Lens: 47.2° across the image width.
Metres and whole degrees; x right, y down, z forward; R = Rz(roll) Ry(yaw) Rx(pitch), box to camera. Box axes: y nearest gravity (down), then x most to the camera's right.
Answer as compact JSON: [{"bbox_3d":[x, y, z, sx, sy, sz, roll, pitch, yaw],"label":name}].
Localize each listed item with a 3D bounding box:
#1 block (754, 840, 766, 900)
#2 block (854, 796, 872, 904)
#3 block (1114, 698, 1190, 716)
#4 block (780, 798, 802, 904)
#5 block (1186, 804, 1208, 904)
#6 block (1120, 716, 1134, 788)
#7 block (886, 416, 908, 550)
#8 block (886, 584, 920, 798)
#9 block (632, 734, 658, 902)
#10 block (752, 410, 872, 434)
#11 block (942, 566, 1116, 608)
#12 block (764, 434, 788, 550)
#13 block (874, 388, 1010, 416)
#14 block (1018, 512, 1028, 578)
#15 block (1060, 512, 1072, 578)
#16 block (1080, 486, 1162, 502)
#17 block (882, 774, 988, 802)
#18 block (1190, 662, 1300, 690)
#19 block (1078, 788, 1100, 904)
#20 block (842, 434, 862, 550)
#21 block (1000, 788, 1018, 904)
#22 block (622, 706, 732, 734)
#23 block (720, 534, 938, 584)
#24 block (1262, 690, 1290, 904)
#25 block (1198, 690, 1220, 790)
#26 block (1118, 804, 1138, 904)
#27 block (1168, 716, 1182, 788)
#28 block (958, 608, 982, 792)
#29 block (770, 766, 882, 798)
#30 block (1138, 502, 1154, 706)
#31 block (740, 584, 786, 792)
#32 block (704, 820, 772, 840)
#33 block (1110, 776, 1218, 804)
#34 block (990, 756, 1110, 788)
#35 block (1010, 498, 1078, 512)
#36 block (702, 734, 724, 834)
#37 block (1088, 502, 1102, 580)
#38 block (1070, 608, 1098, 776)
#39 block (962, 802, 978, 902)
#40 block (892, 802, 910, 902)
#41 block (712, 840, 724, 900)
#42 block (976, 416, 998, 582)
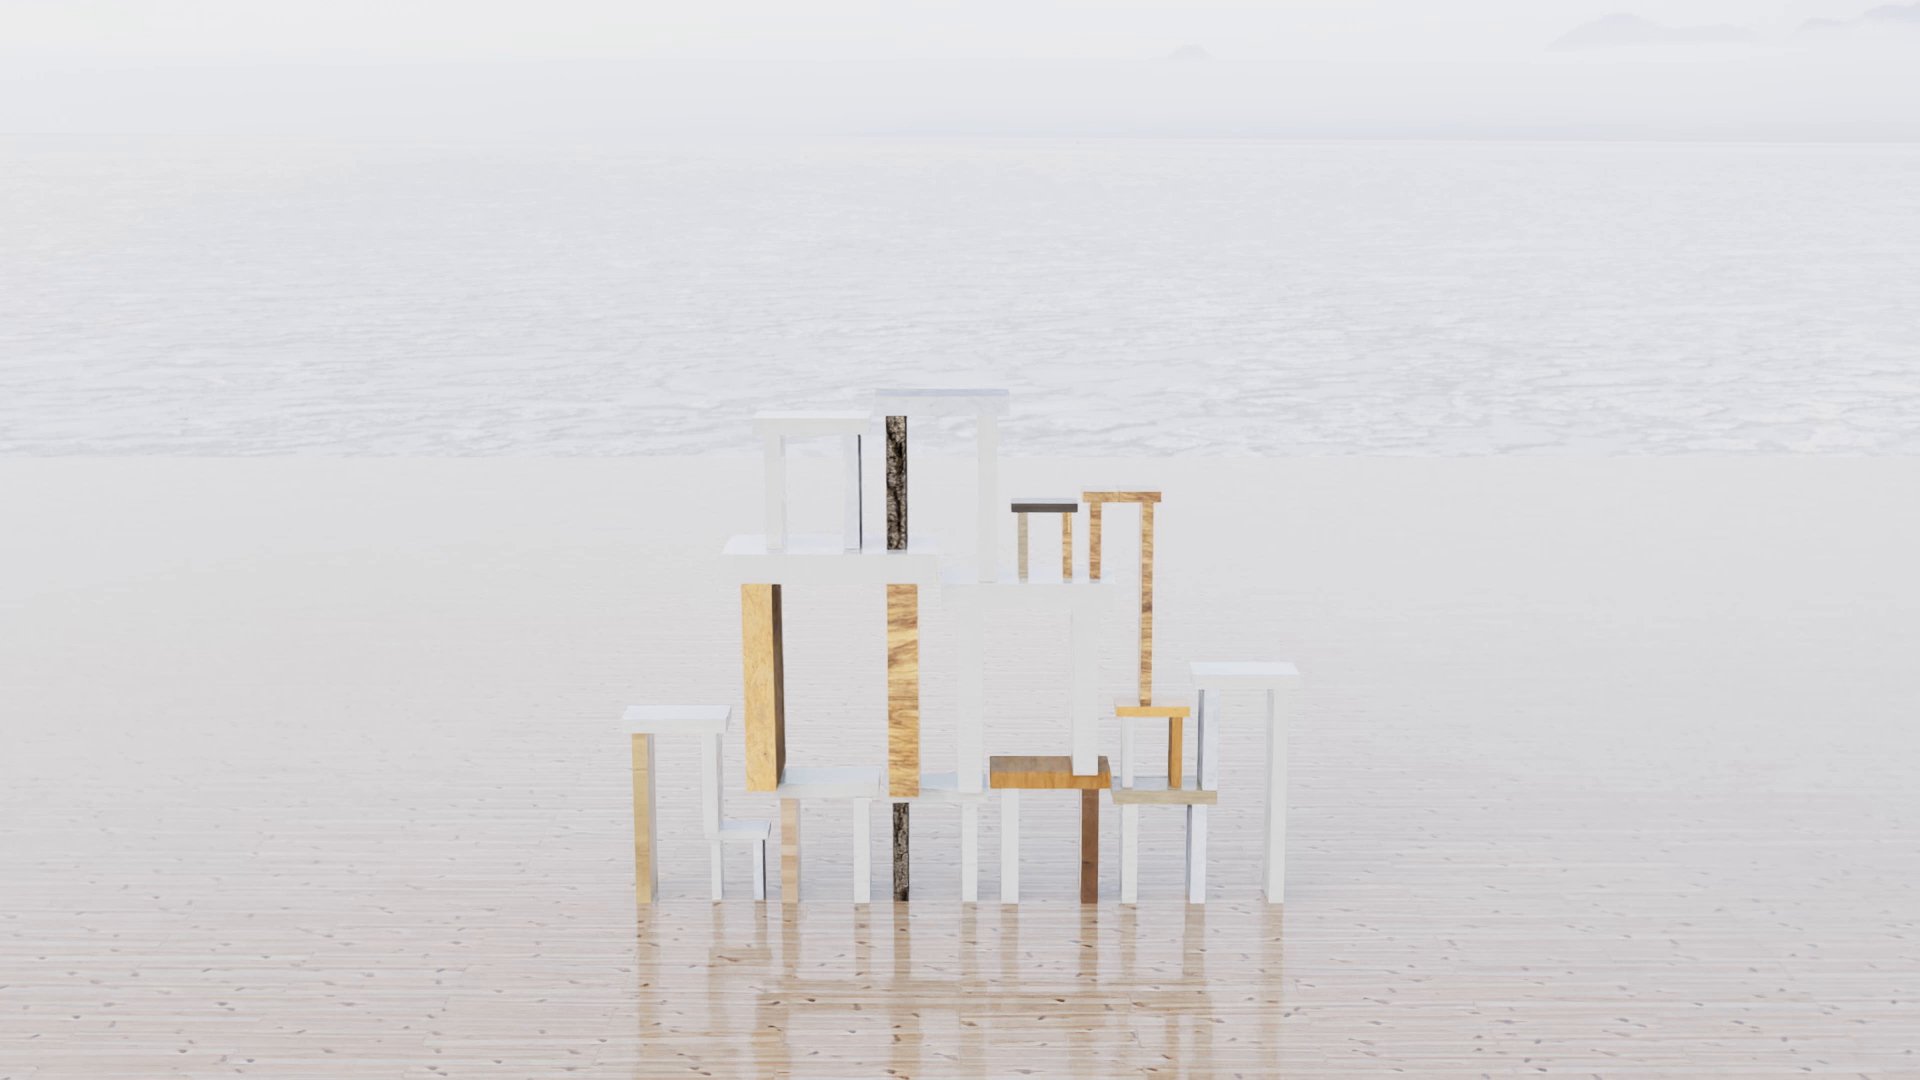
[{"bbox_3d":[-0.333,0.539,3.657,0.015,0.104,0.052,0,11,0],"label":"block"},{"bbox_3d":[-0.161,0.502,3.652,0.025,0.179,0.090,0,11,0],"label":"block"},{"bbox_3d":[0.315,0.274,3.609,0.120,0.017,0.060,0,11,0],"label":"block"},{"bbox_3d":[-0.280,0.502,3.651,0.025,0.179,0.090,0,11,0],"label":"block"},{"bbox_3d":[0.392,0.508,3.649,0.024,0.169,0.085,0,11,0],"label":"block"},{"bbox_3d":[0.275,0.341,3.622,0.017,0.120,0.060,0,11,0],"label":"block"},{"bbox_3d":[-0.101,-0.100,3.542,0.030,0.215,0.108,0,11,1],"label":"block"},{"bbox_3d":[-0.091,0.227,3.595,0.048,0.350,0.171,0,11,0],"label":"block"},{"bbox_3d":[-0.521,0.448,3.640,0.024,0.289,0.085,0,11,0],"label":"block"},{"bbox_3d":[-0.236,-0.188,3.523,0.185,0.026,0.092,0,11,1],"label":"block"},{"bbox_3d":[0.109,0.076,3.578,0.278,0.039,0.139,0,11,0],"label":"block"},{"bbox_3d":[-0.297,-0.084,3.542,0.026,0.185,0.092,0,11,1],"label":"block"},{"bbox_3d":[-0.030,-0.221,3.520,0.215,0.030,0.108,0,11,0],"label":"block"},{"bbox_3d":[0.102,0.004,3.563,0.015,0.107,0.054,-1,11,0],"label":"block"},{"bbox_3d":[0.173,0.004,3.563,0.015,0.107,0.054,-1,11,0],"label":"block"},{"bbox_3d":[0.259,-0.075,3.547,0.125,0.018,0.063,0,11,0],"label":"block"},{"bbox_3d":[-0.041,0.410,3.637,0.171,0.024,0.085,0,11,0],"label":"block"},{"bbox_3d":[0.464,0.222,3.596,0.170,0.024,0.085,0,11,0],"label":"block"},{"bbox_3d":[0.213,0.493,3.652,0.028,0.196,0.098,0,11,0],"label":"block"},{"bbox_3d":[-0.173,-0.084,3.540,0.026,0.184,0.092,0,11,1],"label":"block"},{"bbox_3d":[0.082,0.493,3.652,0.028,0.196,0.098,0,11,0],"label":"block"},{"bbox_3d":[-0.464,0.294,3.611,0.170,0.024,0.085,0,11,0],"label":"block"},{"bbox_3d":[-0.207,0.031,3.561,0.341,0.048,0.171,0,11,0],"label":"block"},{"bbox_3d":[0.521,0.412,3.632,0.024,0.363,0.085,0,11,0],"label":"block"},{"bbox_3d":[0.408,0.317,3.614,0.024,0.170,0.085,0,11,0],"label":"block"},{"bbox_3d":[0.279,0.508,3.649,0.024,0.169,0.085,0,11,0],"label":"block"},{"bbox_3d":[0.355,0.341,3.622,0.017,0.120,0.060,0,11,0],"label":"block"},{"bbox_3d":[0.016,0.246,3.609,0.039,0.307,0.139,0,11,0],"label":"block"},{"bbox_3d":[-0.222,0.400,3.632,0.179,0.025,0.090,-1,11,1],"label":"block"},{"bbox_3d":[0.302,0.100,3.580,0.018,0.337,0.063,0,11,0],"label":"block"},{"bbox_3d":[-0.320,0.222,3.597,0.048,0.341,0.171,0,11,1],"label":"block"},{"bbox_3d":[-0.368,0.481,3.646,0.104,0.015,0.052,0,11,0],"label":"block"},{"bbox_3d":[0.335,0.413,3.632,0.169,0.024,0.085,0,11,0],"label":"block"},{"bbox_3d":[0.148,0.383,3.632,0.196,0.028,0.098,0,11,0],"label":"block"},{"bbox_3d":[0.136,-0.056,3.553,0.107,0.015,0.054,0,11,1],"label":"block"},{"bbox_3d":[-0.408,0.390,3.629,0.024,0.170,0.085,0,11,0],"label":"block"},{"bbox_3d":[0.217,-0.004,3.560,0.018,0.125,0.063,0,11,0],"label":"block"},{"bbox_3d":[0.203,0.232,3.607,0.039,0.278,0.139,0,11,0],"label":"block"},{"bbox_3d":[0.016,0.505,3.657,0.024,0.171,0.085,0,11,0],"label":"block"},{"bbox_3d":[-0.098,0.505,3.658,0.024,0.171,0.085,0,11,0],"label":"block"},{"bbox_3d":[-0.403,0.539,3.657,0.015,0.104,0.052,0,11,0],"label":"block"},{"bbox_3d":[0.043,-0.074,3.548,0.030,0.268,0.108,0,11,0],"label":"block"}]
